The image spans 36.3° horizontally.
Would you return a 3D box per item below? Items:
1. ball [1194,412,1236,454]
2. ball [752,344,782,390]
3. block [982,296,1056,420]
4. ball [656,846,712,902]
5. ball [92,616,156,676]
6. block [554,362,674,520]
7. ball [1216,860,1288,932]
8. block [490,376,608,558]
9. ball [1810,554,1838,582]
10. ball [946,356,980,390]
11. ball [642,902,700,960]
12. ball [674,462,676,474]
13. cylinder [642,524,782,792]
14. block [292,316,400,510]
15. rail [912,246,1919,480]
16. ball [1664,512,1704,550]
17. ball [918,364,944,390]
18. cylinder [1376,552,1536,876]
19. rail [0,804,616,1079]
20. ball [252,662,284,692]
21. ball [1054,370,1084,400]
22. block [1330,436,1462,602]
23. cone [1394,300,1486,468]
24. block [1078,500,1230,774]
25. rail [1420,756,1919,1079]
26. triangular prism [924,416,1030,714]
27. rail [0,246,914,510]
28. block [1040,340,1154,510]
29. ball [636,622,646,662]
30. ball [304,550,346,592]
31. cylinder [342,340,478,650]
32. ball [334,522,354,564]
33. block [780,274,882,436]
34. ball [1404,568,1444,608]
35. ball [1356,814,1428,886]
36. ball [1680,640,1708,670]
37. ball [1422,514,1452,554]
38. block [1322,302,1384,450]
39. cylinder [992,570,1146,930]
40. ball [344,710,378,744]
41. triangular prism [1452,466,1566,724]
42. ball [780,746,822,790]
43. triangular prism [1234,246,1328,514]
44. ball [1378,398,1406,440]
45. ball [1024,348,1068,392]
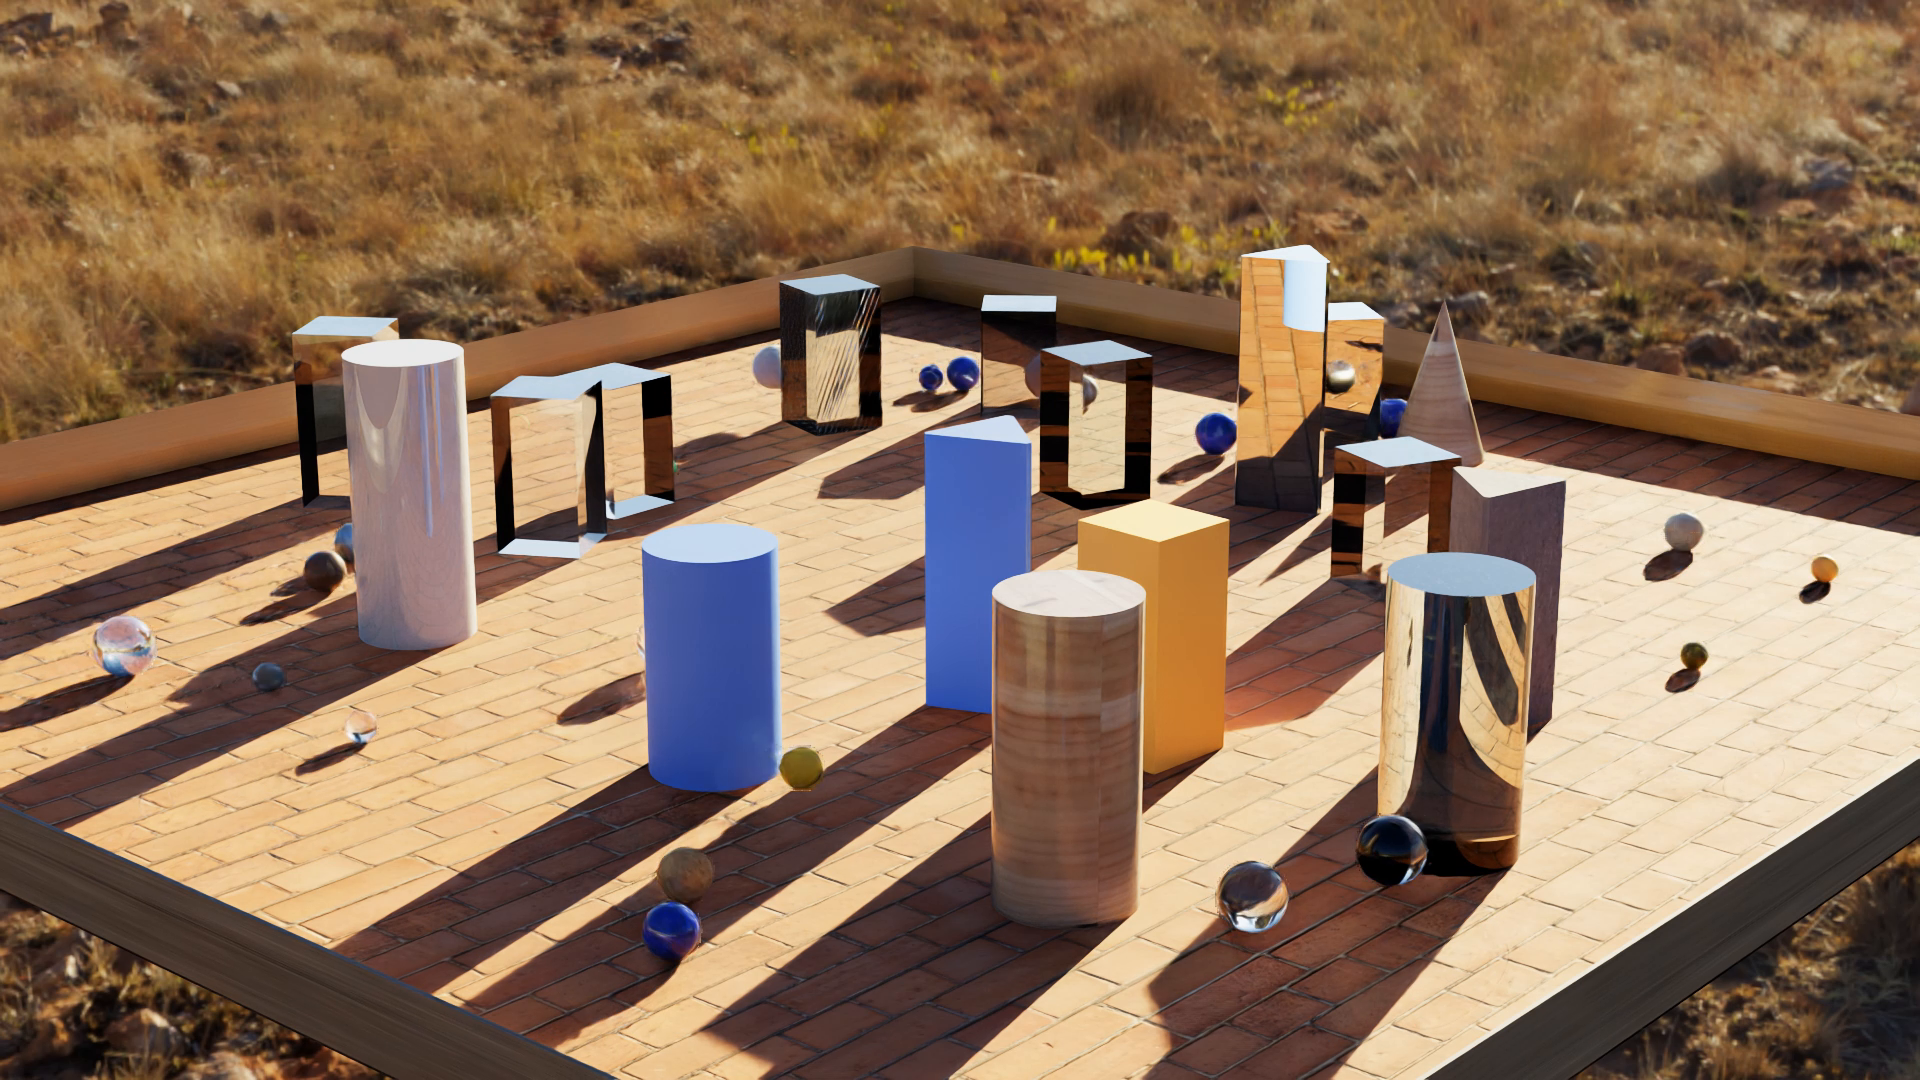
[{"bbox_3d":[0.527,-0.219,6.026,0.088,0.088,0.088,0,17,0],"label":"ball"},{"bbox_3d":[-0.400,-0.372,6.319,0.096,0.096,0.096,0,17,0],"label":"ball"},{"bbox_3d":[0.128,-0.397,6.359,0.158,0.237,0.158,1,17,3],"label":"block"},{"bbox_3d":[-0.362,0.441,3.862,0.074,0.074,0.074,0,17,0],"label":"ball"},{"bbox_3d":[-1.345,0.170,4.716,0.099,0.099,0.099,0,17,0],"label":"ball"},{"bbox_3d":[-0.665,-0.193,5.650,0.158,0.254,0.158,14,22,38],"label":"block"},{"bbox_3d":[0.376,0.459,3.771,0.092,0.092,0.092,0,17,0],"label":"ball"},{"bbox_3d":[-0.754,-0.136,5.387,0.158,0.297,0.158,3,17,11],"label":"block"},{"bbox_3d":[1.533,0.051,5.200,0.048,0.048,0.048,0,17,0],"label":"ball"},{"bbox_3d":[0.008,-0.372,6.553,0.077,0.077,0.077,0,17,0],"label":"ball"},{"bbox_3d":[-0.364,0.492,3.694,0.073,0.073,0.073,0,17,0],"label":"ball"},{"bbox_3d":[-0.587,-0.143,5.845,0.046,0.046,0.046,0,17,0],"label":"ball"},{"bbox_3d":[-0.361,0.170,4.288,0.197,0.347,0.197,0,17,0],"label":"cylinder"},{"bbox_3d":[-1.179,-0.246,5.674,0.158,0.343,0.158,2,17,7],"label":"block"},{"bbox_3d":[1.172,-0.358,6.413,3.467,0.128,0.045,14,22,39],"label":"rail"},{"bbox_3d":[1.328,-0.016,5.380,0.072,0.072,0.072,0,17,0],"label":"ball"},{"bbox_3d":[-0.064,-0.363,6.556,0.058,0.058,0.058,0,17,0],"label":"ball"},{"bbox_3d":[0.672,0.235,3.983,0.197,0.397,0.197,0,17,0],"label":"cylinder"},{"bbox_3d":[-1.172,0.422,3.827,3.467,0.128,0.045,14,22,39],"label":"rail"},{"bbox_3d":[-1.096,0.217,4.646,0.049,0.049,0.049,0,17,0],"label":"ball"},{"bbox_3d":[0.240,-0.343,6.472,0.067,0.067,0.067,0,17,0],"label":"ball"},{"bbox_3d":[0.765,-0.038,5.158,0.158,0.243,0.158,-8,19,-25],"label":"block"},{"bbox_3d":[0.978,-0.329,5.968,0.197,0.332,0.197,0,17,0],"label":"cone"},{"bbox_3d":[0.285,0.142,4.363,0.158,0.357,0.158,16,23,42],"label":"block"},{"bbox_3d":[1.291,0.356,4.047,0.045,0.128,3.624,14,22,39],"label":"rail"},{"bbox_3d":[0.052,0.036,4.570,0.171,0.440,0.148,6,18,20],"label":"triangular prism"},{"bbox_3d":[-1.291,-0.291,6.193,0.045,0.128,3.624,14,22,39],"label":"rail"},{"bbox_3d":[0.263,-0.225,5.700,0.158,0.287,0.158,-9,19,-28],"label":"block"},{"bbox_3d":[-0.474,0.163,4.742,0.098,0.098,0.098,0,17,0],"label":"ball"},{"bbox_3d":[-1.115,0.054,5.144,0.074,0.074,0.074,0,17,0],"label":"ball"},{"bbox_3d":[-0.913,-0.076,4.872,0.197,0.481,0.197,0,17,0],"label":"cylinder"},{"bbox_3d":[-1.094,0.004,5.305,0.076,0.076,0.076,0,17,0],"label":"ball"},{"bbox_3d":[-0.275,-0.395,6.237,0.158,0.303,0.158,-10,19,-30],"label":"block"},{"bbox_3d":[0.801,0.084,5.054,0.069,0.069,0.069,0,17,0],"label":"ball"},{"bbox_3d":[0.577,0.414,3.914,0.095,0.095,0.095,0,17,0],"label":"ball"},{"bbox_3d":[1.190,0.186,4.754,0.046,0.046,0.046,0,17,0],"label":"ball"},{"bbox_3d":[0.883,-0.011,5.358,0.075,0.075,0.075,0,17,0],"label":"ball"},{"bbox_3d":[0.778,-0.342,6.111,0.158,0.274,0.158,-3,17,-9],"label":"block"},{"bbox_3d":[0.140,0.271,3.813,0.197,0.426,0.197,0,17,0],"label":"cylinder"},{"bbox_3d":[-0.905,0.282,4.430,0.050,0.050,0.050,0,17,0],"label":"ball"},{"bbox_3d":[0.803,0.089,4.492,0.171,0.384,0.148,-12,21,-35],"label":"triangular prism"},{"bbox_3d":[-0.229,0.328,4.221,0.062,0.062,0.062,0,17,0],"label":"ball"},{"bbox_3d":[0.639,-0.313,5.644,0.171,0.489,0.148,7,18,22],"label":"triangular prism"},{"bbox_3d":[0.907,-0.252,6.128,0.091,0.091,0.091,0,17,0],"label":"ball"},{"bbox_3d":[0.193,-0.377,6.531,0.098,0.098,0.098,0,17,0],"label":"ball"}]
